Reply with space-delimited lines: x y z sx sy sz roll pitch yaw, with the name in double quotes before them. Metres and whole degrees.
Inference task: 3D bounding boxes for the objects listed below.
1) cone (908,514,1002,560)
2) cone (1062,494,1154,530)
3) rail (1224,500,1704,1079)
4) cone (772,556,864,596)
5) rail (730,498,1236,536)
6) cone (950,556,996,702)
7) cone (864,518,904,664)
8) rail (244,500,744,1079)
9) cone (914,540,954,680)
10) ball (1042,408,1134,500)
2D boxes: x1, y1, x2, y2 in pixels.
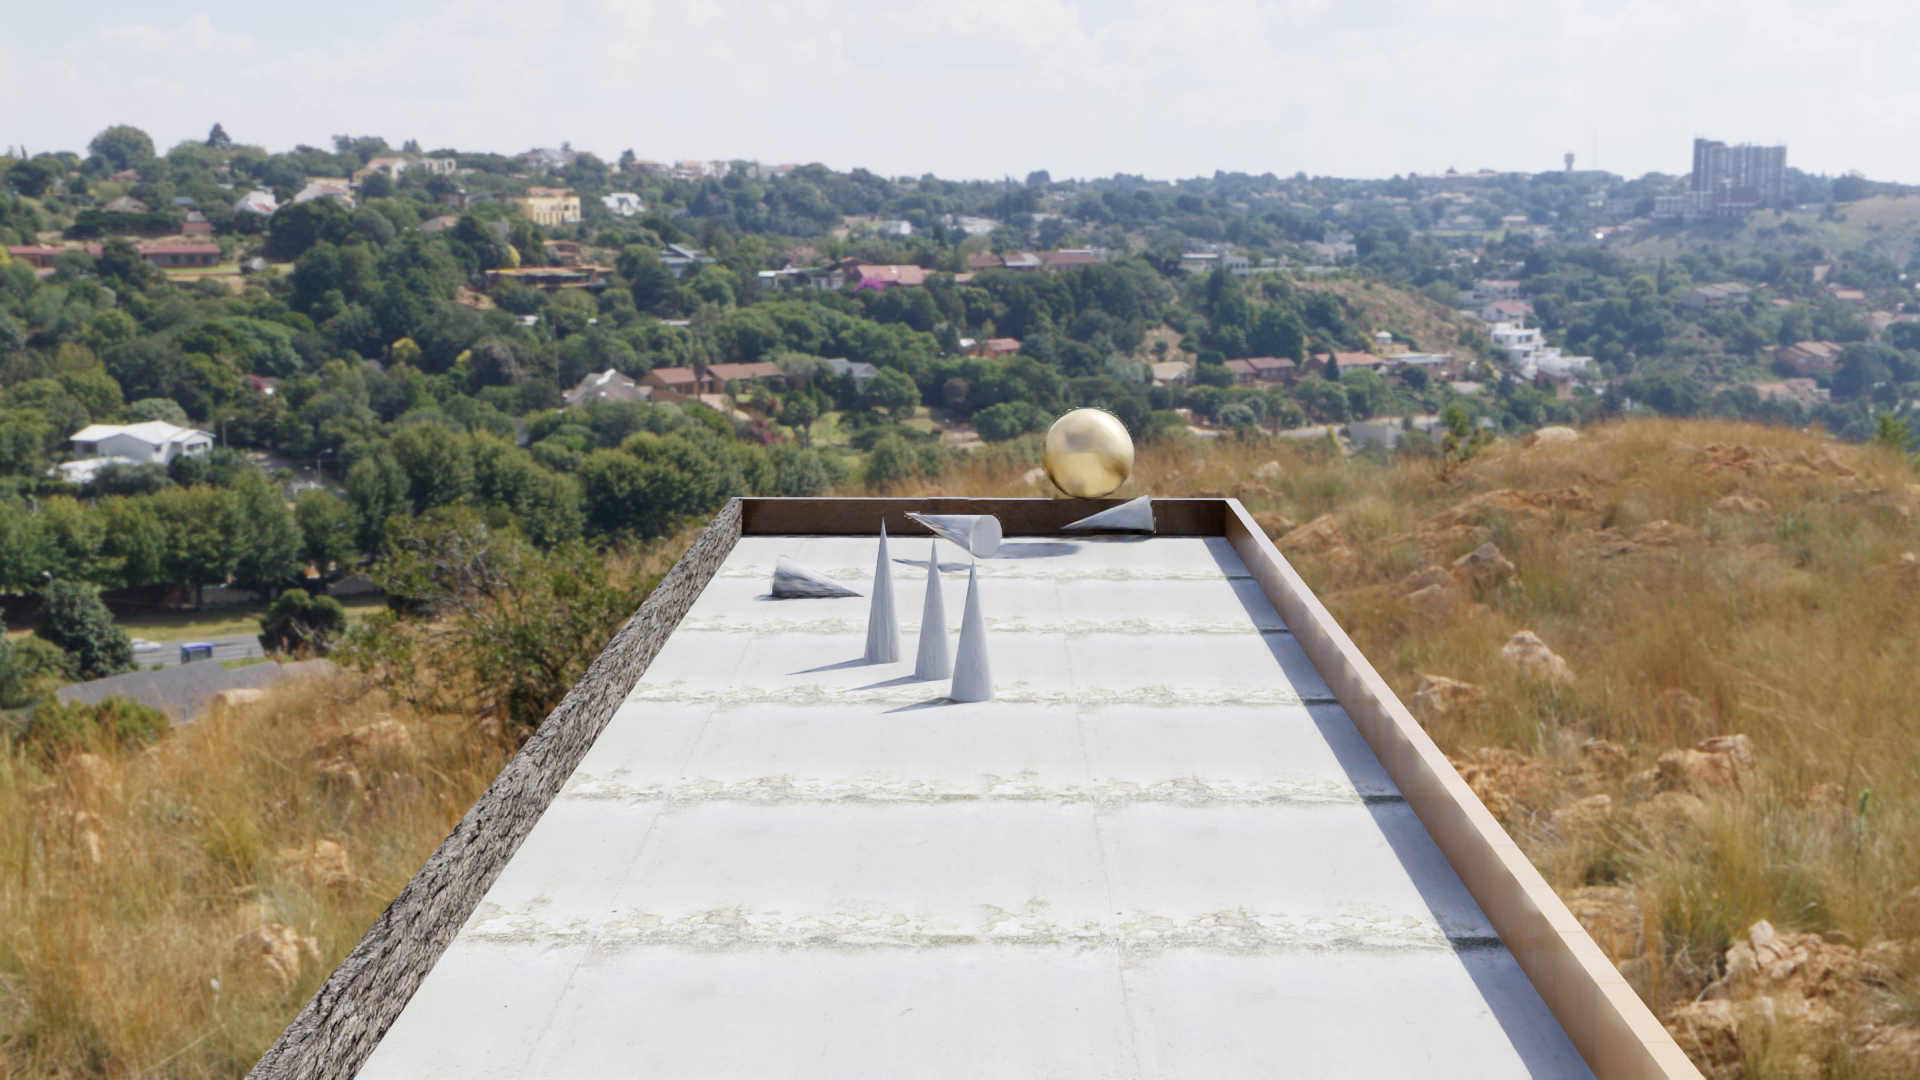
"cone" -0.056 -0.057 8.499 0.172 0.172 0.441 -9 18 -44
"cone" 0.597 -0.082 9.034 0.378 0.148 0.148 -10 9 1
"rail" 1.046 0.843 3.208 0.050 0.150 12.000 0 9 1
"cone" -0.486 0.163 7.754 0.329 0.143 0.143 13 10 3
"rail" 0.099 -0.098 9.147 2.100 0.150 0.050 0 9 1
"cone" 0.037 0.244 6.184 0.132 0.403 0.132 0 9 0
"cone" -0.232 0.146 6.681 0.126 0.439 0.126 0 9 0
"rail" -1.004 0.839 3.234 0.050 0.150 12.000 0 9 1
"cone" -0.075 0.192 6.448 0.120 0.423 0.120 0 9 0
"ball" 0.517 -0.346 8.885 0.370 0.370 0.370 0 9 0
